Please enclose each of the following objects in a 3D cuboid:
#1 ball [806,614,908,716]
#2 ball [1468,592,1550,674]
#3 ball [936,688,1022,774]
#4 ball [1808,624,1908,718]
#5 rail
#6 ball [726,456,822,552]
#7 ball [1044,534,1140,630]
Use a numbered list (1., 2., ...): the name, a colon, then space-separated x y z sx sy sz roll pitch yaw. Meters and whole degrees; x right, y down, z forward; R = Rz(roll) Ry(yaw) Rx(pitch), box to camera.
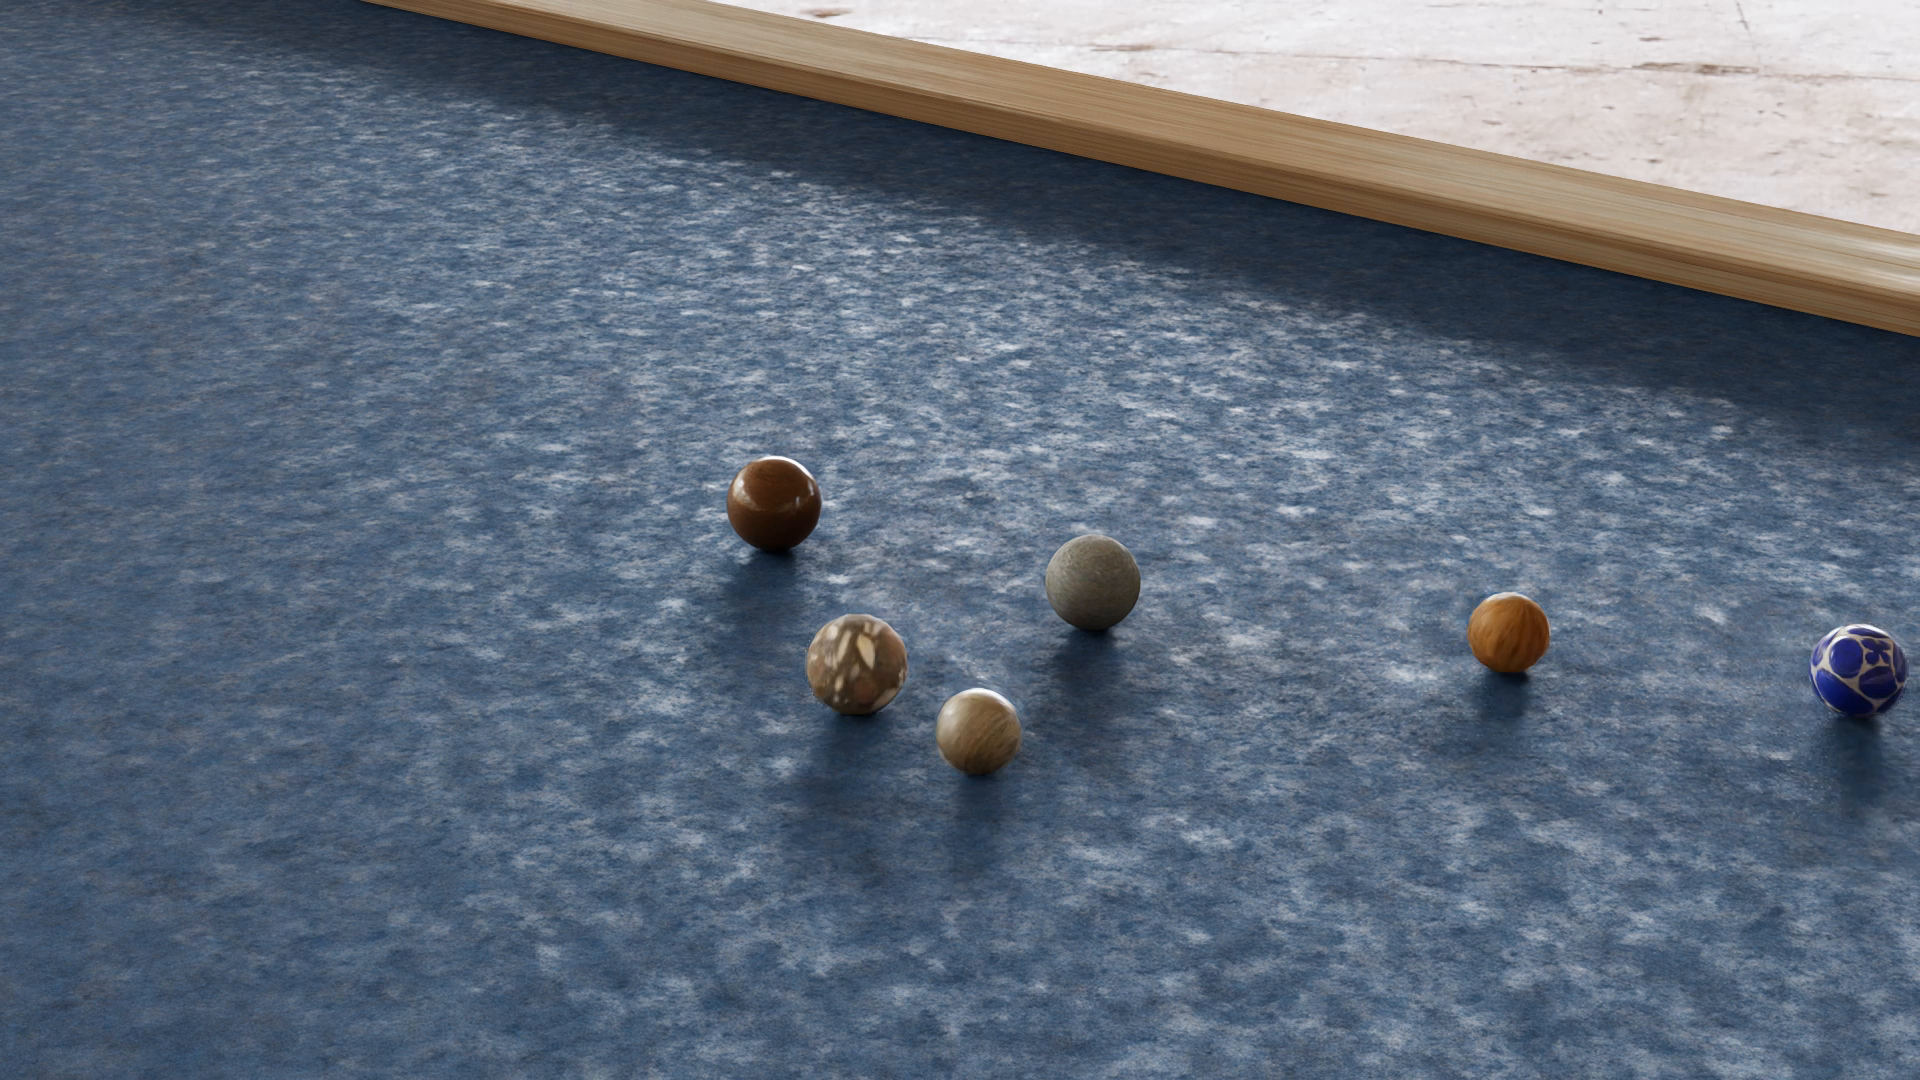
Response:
1. ball: -0.080 0.097 2.286 0.079 0.079 0.079 0 22 0
2. ball: 0.440 0.074 2.360 0.065 0.065 0.065 0 22 0
3. ball: 0.014 0.143 2.192 0.064 0.064 0.064 0 22 0
4. ball: 0.696 0.102 2.281 0.073 0.073 0.073 0 22 0
5. rail: -0.016 -0.608 3.992 4.233 0.110 0.045 18 28 38
6. ball: -0.164 -0.032 2.599 0.084 0.084 0.084 0 22 0
7. ball: 0.110 0.035 2.438 0.079 0.079 0.079 0 22 0
